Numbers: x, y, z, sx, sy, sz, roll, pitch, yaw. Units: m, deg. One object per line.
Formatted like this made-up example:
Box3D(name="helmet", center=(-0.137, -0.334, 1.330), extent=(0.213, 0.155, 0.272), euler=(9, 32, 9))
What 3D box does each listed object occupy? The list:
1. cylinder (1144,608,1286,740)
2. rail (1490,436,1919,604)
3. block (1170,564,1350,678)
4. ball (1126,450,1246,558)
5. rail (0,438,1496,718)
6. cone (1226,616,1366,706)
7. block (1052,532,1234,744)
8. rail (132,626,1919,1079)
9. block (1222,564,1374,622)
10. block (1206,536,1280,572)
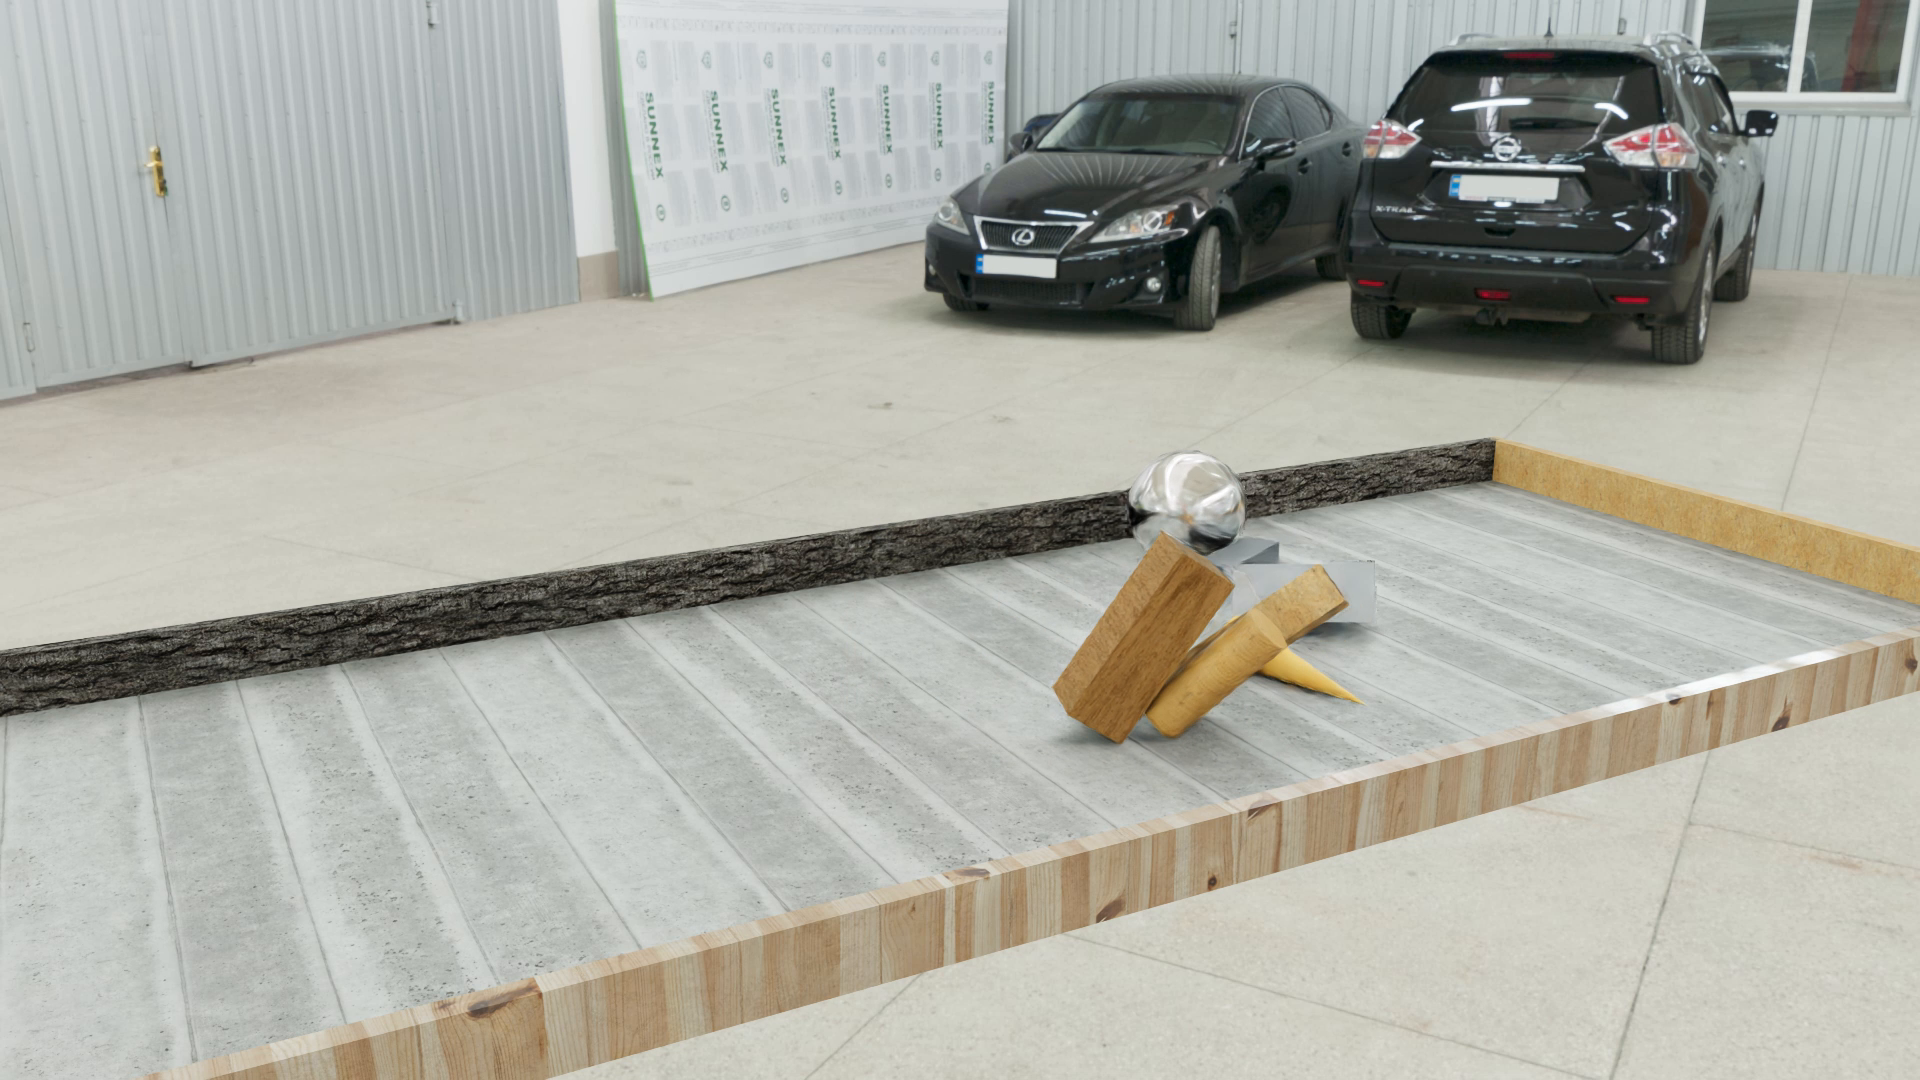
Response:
Box3D(name="cylinder", center=(0.575, 0.305, 3.742), extent=(0.114, 0.340, 0.114), euler=(38, 24, -20))
Box3D(name="rail", center=(2.466, -0.048, 5.253), extent=(0.050, 0.150, 2.100), euler=(-9, 18, -27))
Box3D(name="block", center=(0.691, 0.231, 3.883), extent=(0.451, 0.105, 0.105), euler=(-36, -17, 11))
Box3D(name="ball", center=(0.691, -0.096, 5.042), extent=(0.360, 0.360, 0.360), euler=(0, 16, 0))
Box3D(name="rail", center=(-3.305, 0.497, 3.399), extent=(12.000, 0.150, 0.050), euler=(-9, 18, -27))
Box3D(name="cone", center=(0.844, 0.329, 4.118), extent=(0.132, 0.132, 0.420), euler=(-15, 31, -42))
Box3D(name="block", center=(0.415, 0.224, 3.770), extent=(0.153, 0.448, 0.153), euler=(31, 11, -19))
Box3D(name="rail", center=(-2.336, 1.006, 1.665), extent=(12.000, 0.150, 0.050), euler=(-9, 18, -27))
Box3D(name="block", center=(0.921, 0.144, 4.505), extent=(0.380, 0.159, 0.159), euler=(0, -2, 0))
Box3D(name="block", center=(0.818, 0.087, 4.863), extent=(0.109, 0.109, 0.330), euler=(11, 20, 34))
